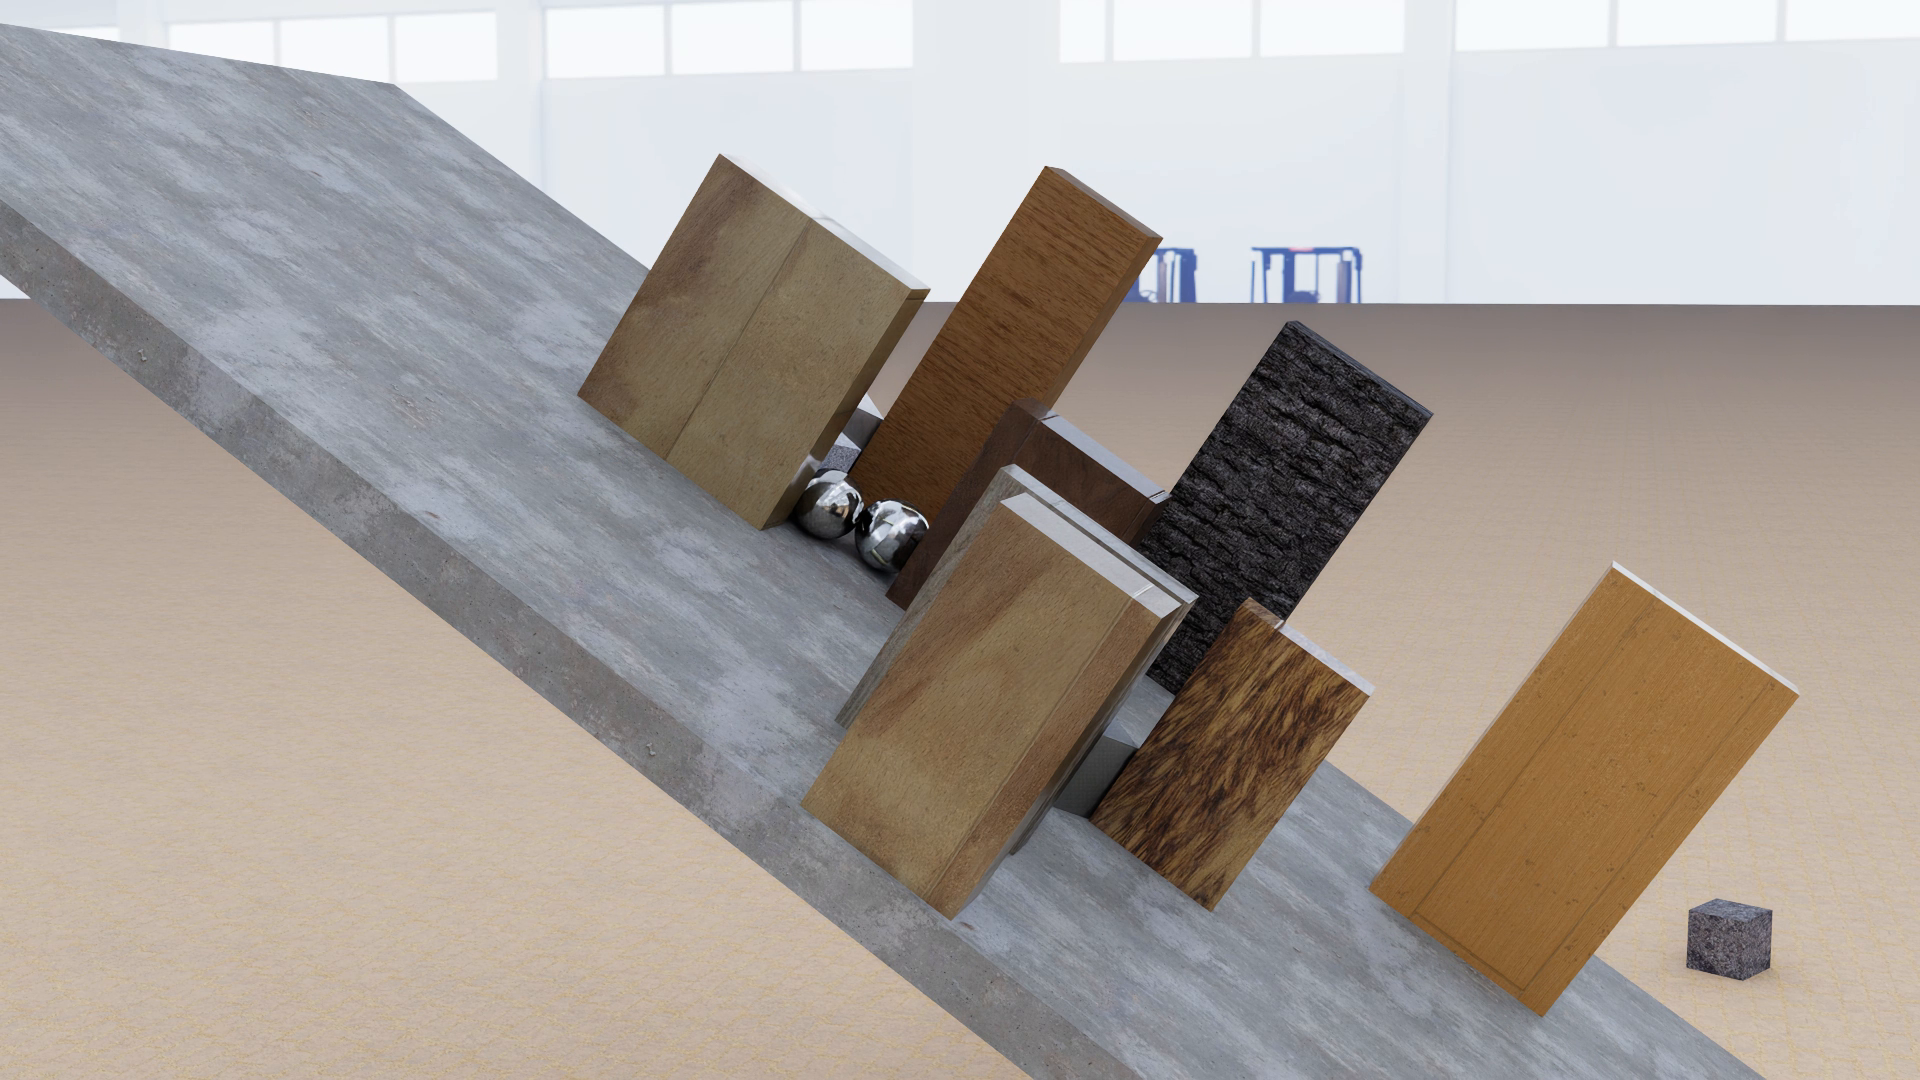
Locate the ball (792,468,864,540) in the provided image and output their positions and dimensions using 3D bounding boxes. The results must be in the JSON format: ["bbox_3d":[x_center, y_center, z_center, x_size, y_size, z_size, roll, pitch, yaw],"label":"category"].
[{"bbox_3d":[-0.252,-0.069,4.191,0.137,0.137,0.137,0,7,0],"label":"ball"}]

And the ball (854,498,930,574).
[{"bbox_3d":[-0.130,-0.008,4.231,0.146,0.146,0.146,0,7,0],"label":"ball"}]

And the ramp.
[{"bbox_3d":[-0.116,0.198,4.094,4.000,0.100,2.000,36,15,10],"label":"ramp"}]

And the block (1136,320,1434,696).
[{"bbox_3d":[0.620,-0.040,4.638,0.346,0.781,0.147,36,15,10],"label":"block"}]

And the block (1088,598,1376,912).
[{"bbox_3d":[0.453,0.359,3.681,0.255,0.459,0.084,36,15,10],"label":"block"}]

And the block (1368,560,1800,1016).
[{"bbox_3d":[1.172,0.475,4.172,0.401,0.780,0.095,36,15,10],"label":"block"}]

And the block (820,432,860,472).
[{"bbox_3d":[-0.332,-0.165,4.275,0.162,0.162,0.162,43,18,31],"label":"block"}]

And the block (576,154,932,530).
[{"bbox_3d":[-0.386,-0.366,4.075,0.441,0.534,0.116,36,15,10],"label":"block"}]

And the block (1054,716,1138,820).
[{"bbox_3d":[0.174,0.350,3.730,0.153,0.153,0.153,23,18,-34],"label":"block"}]

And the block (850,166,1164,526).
[{"bbox_3d":[0.078,-0.351,4.473,0.252,0.794,0.143,36,15,10],"label":"block"}]

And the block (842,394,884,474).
[{"bbox_3d":[-0.303,-0.247,4.548,0.182,0.182,0.182,24,18,-30],"label":"block"}]

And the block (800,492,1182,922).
[{"bbox_3d":[0.040,0.233,3.094,0.271,0.532,0.134,36,15,10],"label":"block"}]

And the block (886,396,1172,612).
[{"bbox_3d":[0.128,0.012,4.121,0.326,0.446,0.148,36,15,10],"label":"block"}]

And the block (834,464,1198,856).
[{"bbox_3d":[0.083,0.185,3.411,0.352,0.489,0.080,36,15,10],"label":"block"}]

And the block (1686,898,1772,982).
[{"bbox_3d":[2.054,1.065,5.871,0.159,0.159,0.159,-7,10,-45],"label":"block"}]
